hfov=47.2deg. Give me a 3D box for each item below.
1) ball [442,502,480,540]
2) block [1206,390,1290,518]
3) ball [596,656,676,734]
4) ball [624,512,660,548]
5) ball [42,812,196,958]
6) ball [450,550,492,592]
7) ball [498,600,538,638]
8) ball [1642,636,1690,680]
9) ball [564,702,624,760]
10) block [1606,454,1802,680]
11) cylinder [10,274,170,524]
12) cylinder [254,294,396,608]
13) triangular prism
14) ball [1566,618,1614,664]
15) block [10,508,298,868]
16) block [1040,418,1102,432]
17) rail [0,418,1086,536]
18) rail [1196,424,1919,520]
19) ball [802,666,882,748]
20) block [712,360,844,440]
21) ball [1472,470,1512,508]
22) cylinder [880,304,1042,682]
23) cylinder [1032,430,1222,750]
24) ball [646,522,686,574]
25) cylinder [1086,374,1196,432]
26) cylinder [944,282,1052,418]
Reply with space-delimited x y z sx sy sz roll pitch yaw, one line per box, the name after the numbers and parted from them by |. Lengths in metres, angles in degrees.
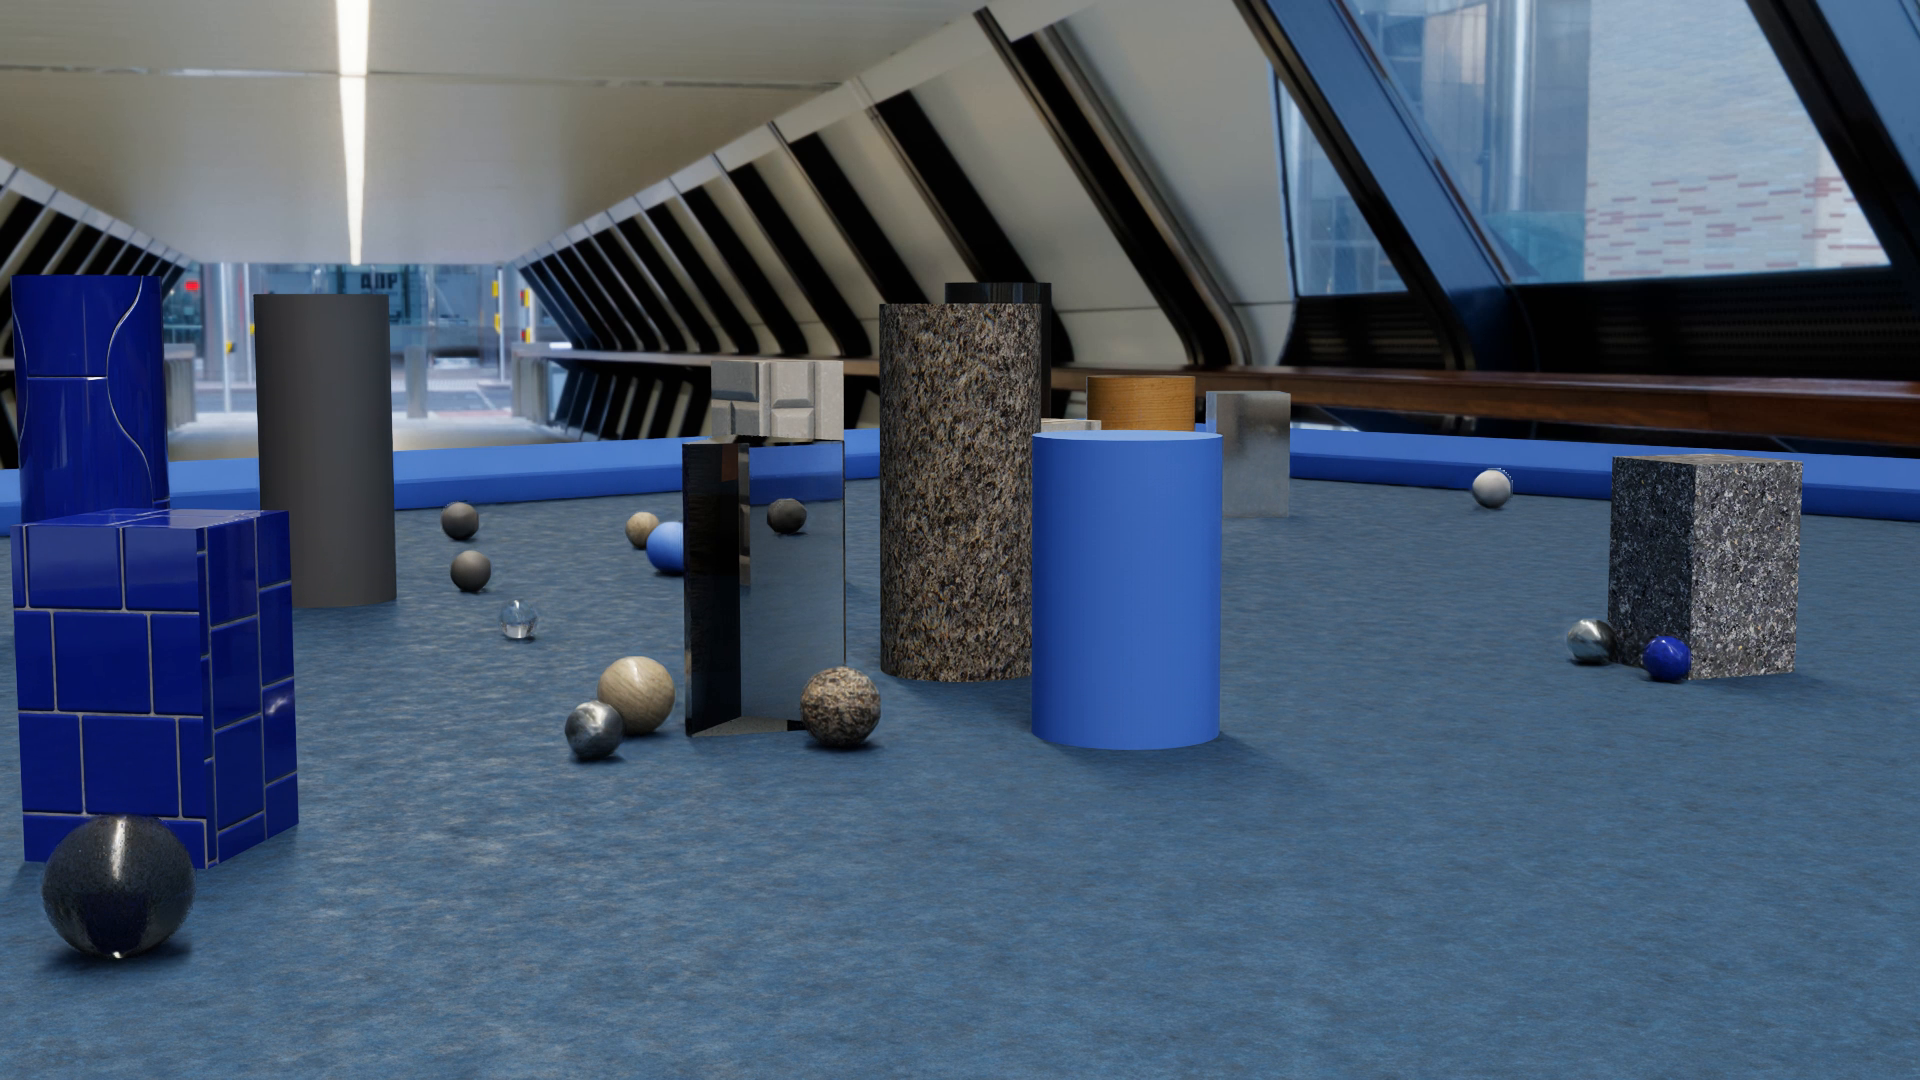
-0.974 -0.036 4.288 0.073 0.073 0.073 0 6 0 | ball
0.630 -0.190 4.828 0.160 0.268 0.160 0 6 -2 | block
-0.342 0.163 2.321 0.083 0.083 0.083 0 6 0 | ball
-0.597 -0.019 4.146 0.068 0.068 0.068 0 6 0 | ball
-0.581 0.239 1.520 0.099 0.099 0.099 0 6 0 | ball
-0.779 0.049 3.502 0.065 0.065 0.065 0 6 0 | ball
-0.602 0.108 2.997 0.053 0.053 0.053 0 6 0 | ball
0.854 0.143 2.659 0.054 0.054 0.054 0 6 0 | ball
-0.364 0.190 2.190 0.058 0.058 0.058 0 6 0 | ball
0.929 0.029 2.751 0.160 0.261 0.160 -2 6 -20 | block
-1.236 -0.128 3.138 0.200 0.494 0.200 0 6 0 | cylinder
-0.977 -0.142 3.387 0.200 0.470 0.200 0 6 0 | cylinder
-0.229 0.043 2.390 0.173 0.308 0.150 -2 6 -19 | triangular prism
0.799 0.127 2.787 0.058 0.058 0.058 0 6 0 | ball
-0.668 0.118 1.838 0.160 0.274 0.160 1 6 9 | block
0.103 -0.042 3.345 0.160 0.279 0.160 4 7 36 | block
-1.378 -0.121 4.817 4.836 0.130 0.045 -5 8 -42 | rail
1.760 -0.134 4.947 0.045 0.130 4.111 -5 8 -42 | rail
-0.121 0.171 2.253 0.082 0.082 0.082 0 6 0 | ball
-0.304 -0.117 3.662 0.160 0.362 0.160 -4 7 -35 | block
1.201 -0.114 4.970 0.087 0.087 0.087 0 6 0 | ball
0.000 -0.065 2.724 0.200 0.453 0.200 0 6 0 | cylinder
0.175 0.047 2.322 0.200 0.315 0.200 0 6 0 | cylinder
-0.488 0.013 3.738 0.089 0.089 0.089 0 6 0 | ball
0.330 -0.136 4.026 0.200 0.326 0.200 0 6 0 | cylinder
0.071 -0.232 4.121 0.200 0.497 0.200 0 6 0 | cylinder
